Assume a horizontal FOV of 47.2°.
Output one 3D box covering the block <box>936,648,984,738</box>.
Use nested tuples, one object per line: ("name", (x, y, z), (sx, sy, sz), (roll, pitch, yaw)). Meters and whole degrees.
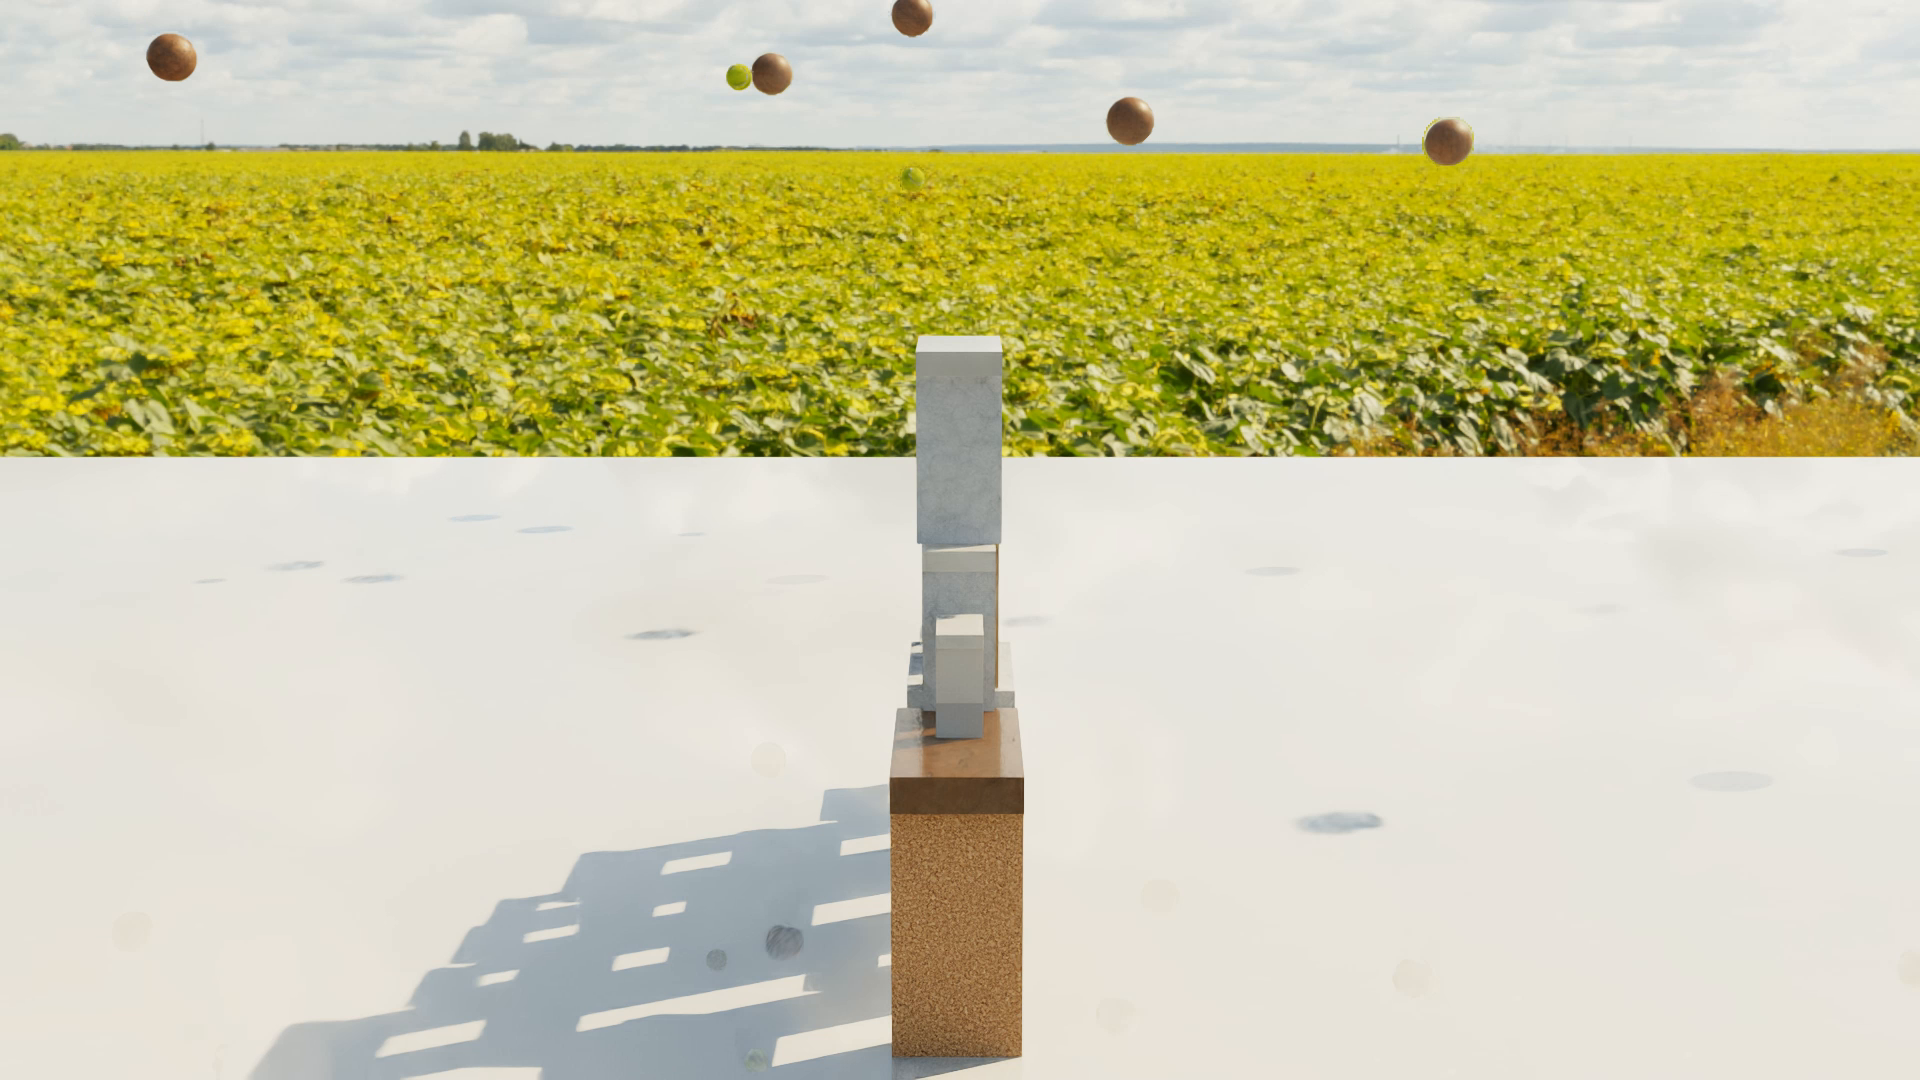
("block", (0.000, 0.212, 3.099), (0.067, 0.133, 0.019), (0, 11, 0))

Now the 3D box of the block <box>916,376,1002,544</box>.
("block", (-0.001, -0.120, 3.231), (0.125, 0.250, 0.035), (0, 11, 0))

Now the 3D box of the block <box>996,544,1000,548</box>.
("block", (0.004, -0.024, 3.512), (0.114, 0.032, 0.229), (0, 11, 0))

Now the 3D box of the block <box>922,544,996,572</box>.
("block", (-0.002, 0.011, 3.289), (0.107, 0.030, 0.214), (0, 11, 0))

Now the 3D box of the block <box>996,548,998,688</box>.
("block", (0.003, 0.118, 3.461), (0.114, 0.229, 0.032), (0, 11, 0))

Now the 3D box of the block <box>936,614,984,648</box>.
("block", (0.000, 0.129, 3.129), (0.067, 0.019, 0.133), (0, 11, 0))

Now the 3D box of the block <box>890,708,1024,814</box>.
("block", (-0.004, 0.307, 3.094), (0.179, 0.051, 0.358), (0, 11, 0))

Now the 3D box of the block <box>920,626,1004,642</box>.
("block", (0.002, 0.208, 3.948), (0.152, 0.043, 0.303), (0, 11, 0))

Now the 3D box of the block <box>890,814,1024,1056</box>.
("block", (-0.004, 0.530, 3.014), (0.179, 0.358, 0.051), (0, 11, 0))

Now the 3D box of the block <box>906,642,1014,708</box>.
("block", (0.001, 0.230, 3.620), (0.170, 0.048, 0.339), (0, 11, 0))

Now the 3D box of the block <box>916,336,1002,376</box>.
("block", (-0.001, -0.276, 3.287), (0.125, 0.035, 0.250), (0, 11, 0))

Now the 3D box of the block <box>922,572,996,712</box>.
("block", (-0.002, 0.145, 3.241), (0.107, 0.214, 0.030), (0, 11, 0))
